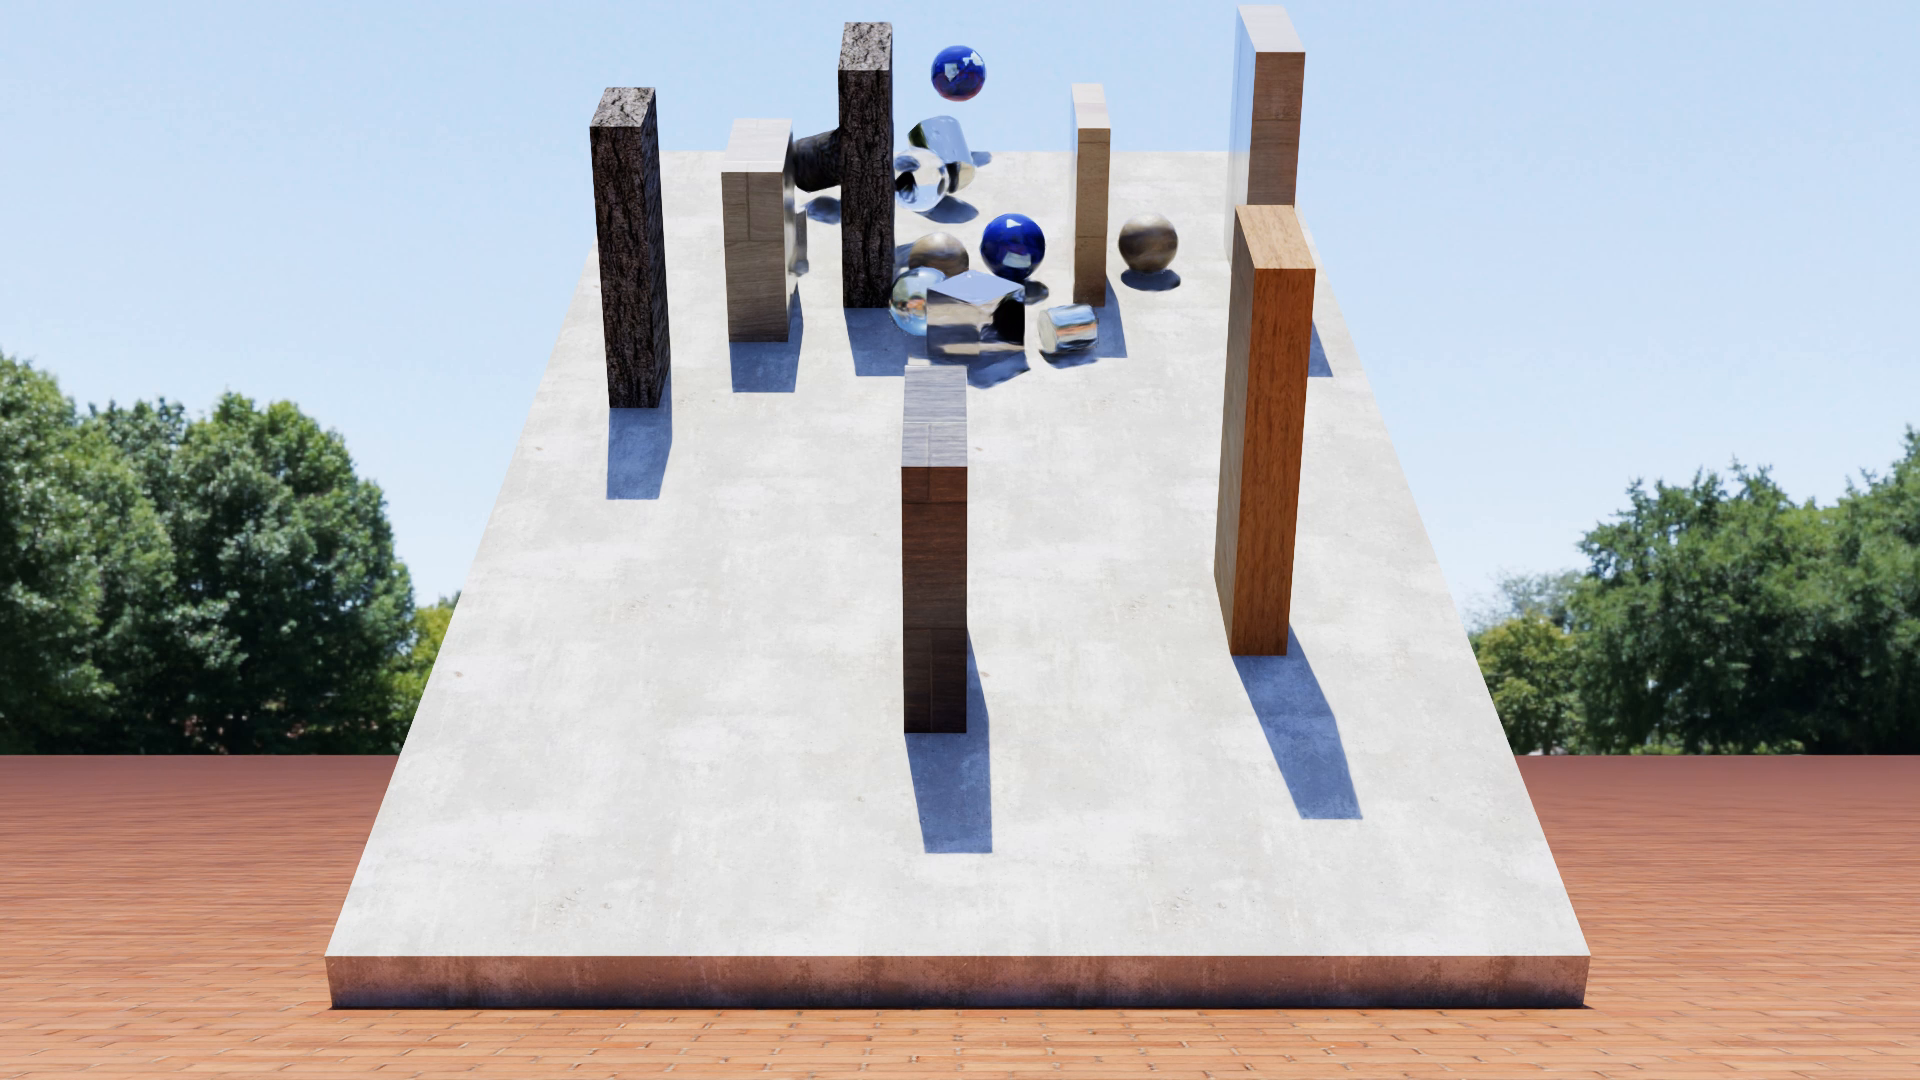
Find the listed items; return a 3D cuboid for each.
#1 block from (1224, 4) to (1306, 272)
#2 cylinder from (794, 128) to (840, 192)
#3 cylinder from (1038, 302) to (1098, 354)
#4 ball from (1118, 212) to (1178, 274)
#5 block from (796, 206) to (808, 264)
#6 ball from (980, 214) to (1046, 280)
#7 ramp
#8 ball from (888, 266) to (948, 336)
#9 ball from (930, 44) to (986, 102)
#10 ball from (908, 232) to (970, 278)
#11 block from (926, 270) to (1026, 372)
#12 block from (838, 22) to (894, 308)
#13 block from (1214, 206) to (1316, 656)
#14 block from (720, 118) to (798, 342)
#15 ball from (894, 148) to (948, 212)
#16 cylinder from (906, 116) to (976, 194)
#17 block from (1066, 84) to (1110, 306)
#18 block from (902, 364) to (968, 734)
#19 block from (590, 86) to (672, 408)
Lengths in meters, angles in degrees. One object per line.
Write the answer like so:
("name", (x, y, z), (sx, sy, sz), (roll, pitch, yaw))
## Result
("block", (0.792, -1.013, 6.237), (0.123, 0.670, 0.441), (0, 28, 0))
("cylinder", (-0.387, -1.092, 6.848), (0.156, 0.156, 0.156), (-8, -9, 38))
("cylinder", (0.266, -0.525, 5.898), (0.111, 0.111, 0.111), (-11, -1, -20))
("ball", (0.503, -0.797, 6.369), (0.164, 0.164, 0.164), (0, -5, 0))
("block", (-0.513, -0.822, 6.435), (0.142, 0.142, 0.142), (18, 32, 30))
("ball", (0.139, -0.775, 6.289), (0.177, 0.177, 0.177), (0, -5, 0))
("ramp", (-0.011, -0.224, 5.554), (2.000, 0.100, 4.000), (0, 28, 0))
("ball", (-0.092, -0.599, 5.974), (0.175, 0.175, 0.175), (0, -5, 0))
("ball", (-0.005, -1.428, 7.284), (0.173, 0.173, 0.173), (0, -5, 0))
("ball", (-0.055, -0.726, 6.234), (0.161, 0.161, 0.161), (0, -5, 0))
("block", (0.039, -0.544, 5.873), (0.172, 0.172, 0.172), (22, 35, 36))
("block", (-0.241, -0.983, 6.217), (0.126, 0.630, 0.439), (0, 28, 0))
("block", (0.576, -0.207, 4.556), (0.108, 0.795, 0.332), (0, 28, 0))
("block", (-0.506, -0.792, 6.049), (0.149, 0.445, 0.422), (0, 28, 0))
("ball", (-0.118, -0.988, 6.533), (0.176, 0.176, 0.176), (0, -5, 0))
("cylinder", (-0.054, -1.107, 6.857), (0.162, 0.162, 0.162), (-14, -23, -6))
("block", (0.335, -0.908, 6.239), (0.082, 0.480, 0.385), (0, 28, 0))
("block", (-0.046, 0.011, 4.410), (0.115, 0.540, 0.439), (0, 28, 0))
("block", (-0.769, -0.684, 5.581), (0.115, 0.686, 0.298), (0, 28, 0))
